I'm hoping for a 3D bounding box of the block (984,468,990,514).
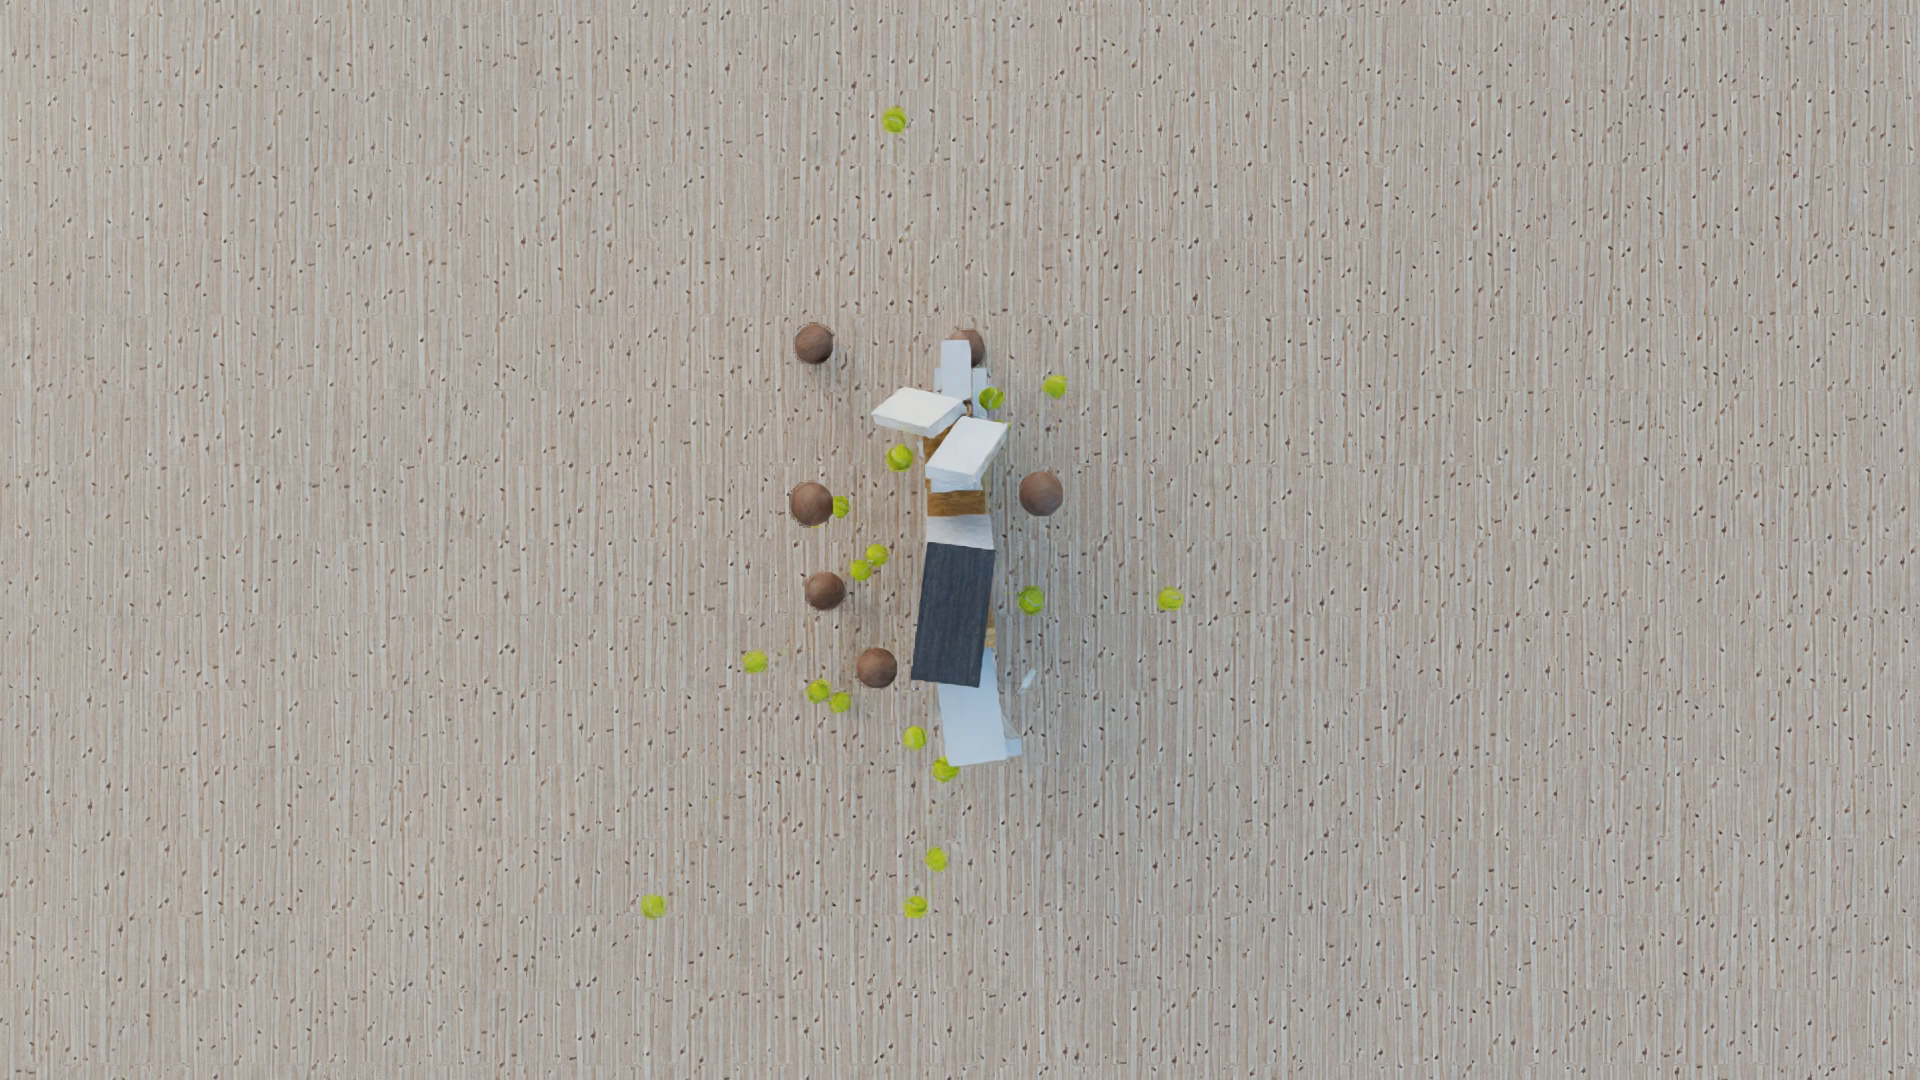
[{"bbox_3d":[-0.003,-0.142,4.754,0.175,0.049,0.349,-2,89,1],"label":"block"}]

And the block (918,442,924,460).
[{"bbox_3d":[-0.033,-0.262,4.575,0.154,0.309,0.044,-16,90,1],"label":"block"}]

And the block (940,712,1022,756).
[{"bbox_3d":[0.049,0.514,4.563,0.148,0.771,0.042,-5,93,-5],"label":"block"}]

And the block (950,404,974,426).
[{"bbox_3d":[-0.001,-0.390,4.773,0.070,0.020,0.140,-8,90,3],"label":"block"}]

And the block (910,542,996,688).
[{"bbox_3d":[-0.016,0.181,4.016,0.168,0.048,0.336,7,91,0],"label":"block"}]

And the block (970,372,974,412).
[{"bbox_3d":[-0.006,-0.412,4.938,0.090,0.025,0.179,-1,91,0],"label":"block"}]

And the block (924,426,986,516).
[{"bbox_3d":[-0.014,-0.150,4.396,0.154,0.044,0.309,-3,89,0],"label":"block"}]

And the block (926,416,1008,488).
[{"bbox_3d":[0.019,-0.226,4.171,0.128,0.256,0.036,12,127,17],"label":"block"}]

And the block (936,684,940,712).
[{"bbox_3d":[-0.002,0.388,5.180,0.149,0.042,0.299,0,90,0],"label":"block"}]

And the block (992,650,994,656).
[{"bbox_3d":[0.084,0.396,4.973,0.018,0.063,0.127,3,84,11],"label":"block"}]

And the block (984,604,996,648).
[{"bbox_3d":[0.001,0.214,4.258,0.168,0.431,0.048,-2,98,0],"label":"block"}]

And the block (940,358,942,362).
[{"bbox_3d":[-0.013,-0.518,4.764,0.081,0.322,0.023,4,86,0],"label":"block"}]

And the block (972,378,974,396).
[{"bbox_3d":[-0.004,-0.467,5.040,0.090,0.179,0.025,-1,87,0],"label":"block"}]

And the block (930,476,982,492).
[{"bbox_3d":[-0.009,-0.145,4.245,0.128,0.256,0.036,-3,92,0],"label":"block"}]

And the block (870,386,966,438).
[{"bbox_3d":[-0.113,-0.343,4.414,0.128,0.256,0.036,-41,125,-24],"label":"block"}]

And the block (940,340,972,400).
[{"bbox_3d":[-0.011,-0.472,4.588,0.081,0.023,0.163,-1,87,0],"label":"block"}]

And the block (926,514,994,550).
[{"bbox_3d":[-0.001,0.006,4.205,0.168,0.336,0.048,-3,107,0],"label":"block"}]

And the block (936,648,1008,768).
[{"bbox_3d":[0.024,0.412,4.153,0.148,0.042,0.297,-8,89,-1],"label":"block"}]

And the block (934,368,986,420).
[{"bbox_3d":[0.002,-0.372,5.154,0.161,0.046,0.322,0,90,0],"label":"block"}]

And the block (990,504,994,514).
[{"bbox_3d":[0.043,-0.147,5.333,0.078,0.022,0.156,-25,96,-16],"label":"block"}]

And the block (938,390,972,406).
[{"bbox_3d":[-0.013,-0.406,4.681,0.081,0.163,0.023,-14,81,3],"label":"block"}]

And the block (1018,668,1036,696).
[{"bbox_3d":[0.202,0.431,4.994,0.018,0.127,0.063,30,75,4],"label":"block"}]
